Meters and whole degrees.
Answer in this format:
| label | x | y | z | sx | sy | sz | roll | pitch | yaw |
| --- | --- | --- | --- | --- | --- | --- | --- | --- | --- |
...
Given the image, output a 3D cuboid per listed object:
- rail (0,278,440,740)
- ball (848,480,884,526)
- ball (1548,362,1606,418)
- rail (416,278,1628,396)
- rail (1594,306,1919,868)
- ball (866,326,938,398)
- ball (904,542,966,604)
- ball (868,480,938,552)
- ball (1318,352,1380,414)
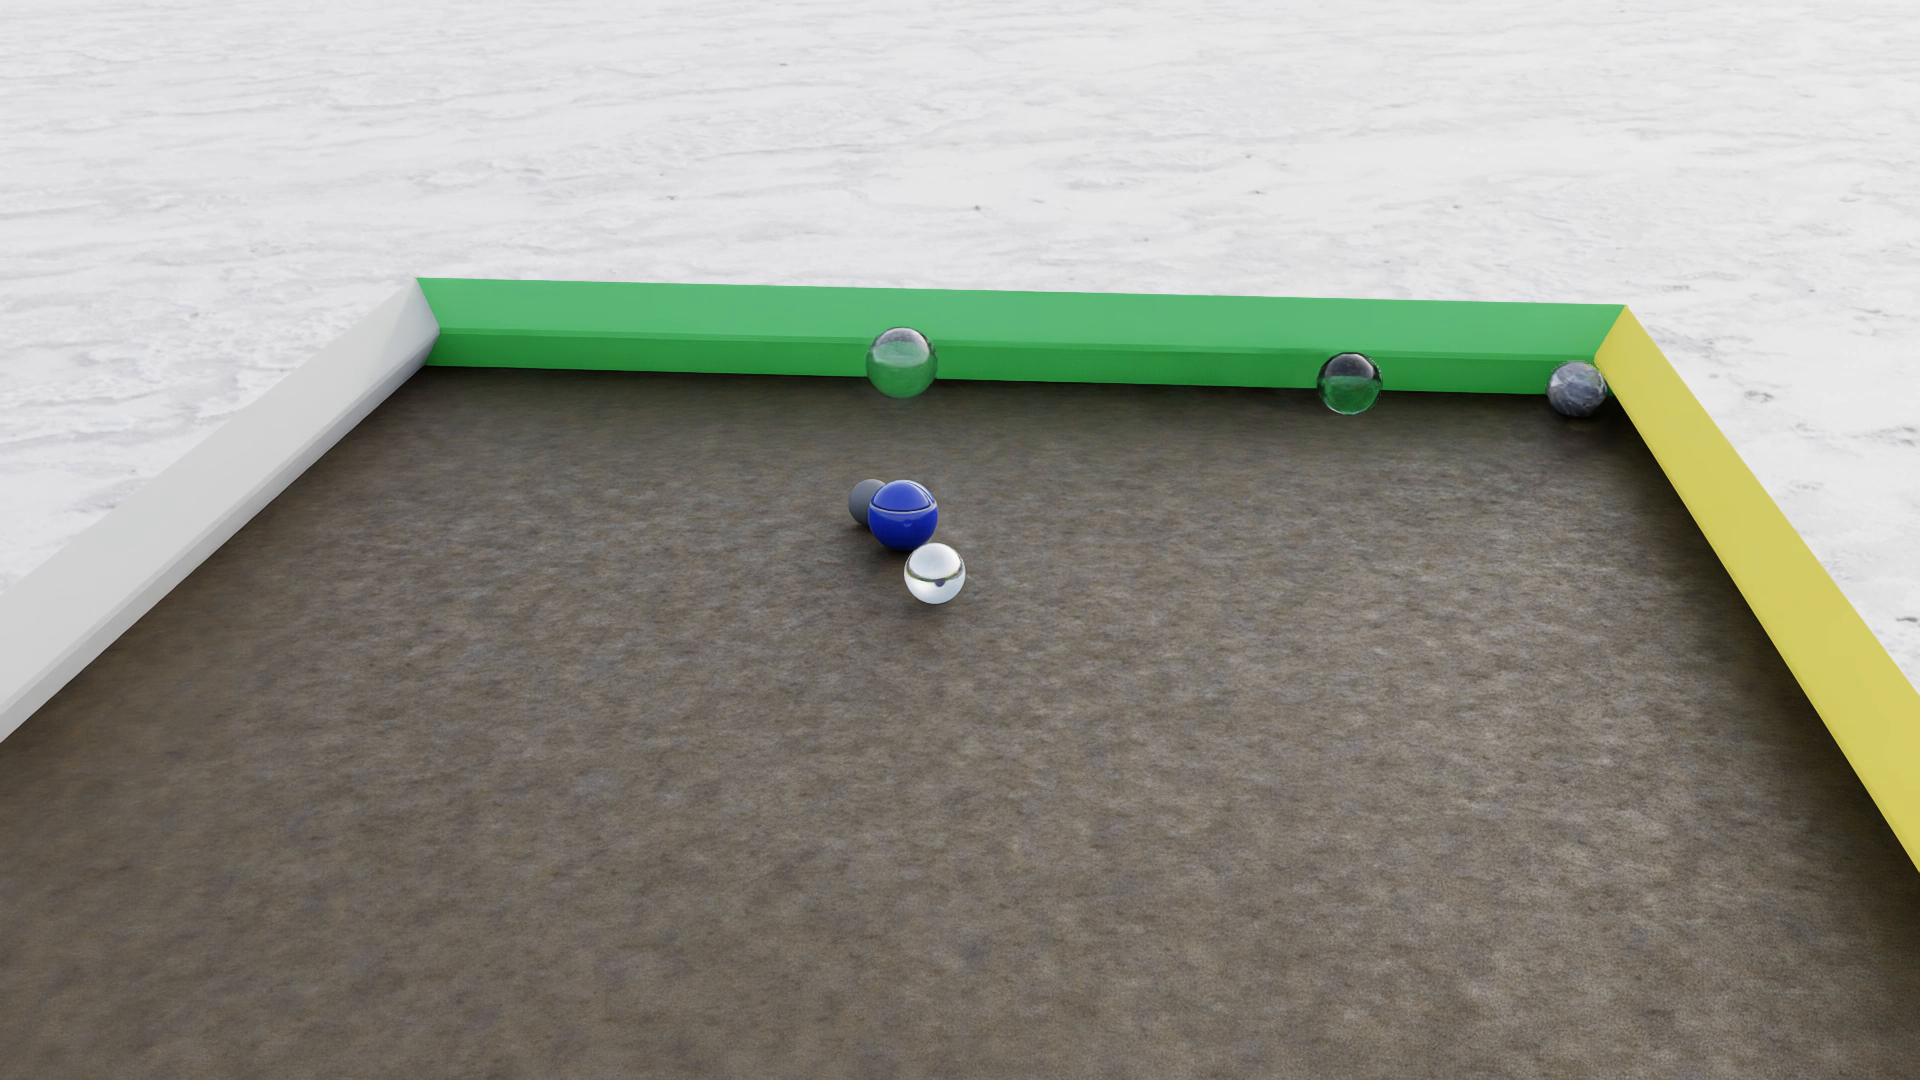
| label | x | y | z | sx | sy | sz | roll | pitch | yaw |
| --- | --- | --- | --- | --- | --- | --- | --- | --- | --- |
| rail | -0.886 | 0.210 | 1.789 | 0.045 | 0.128 | 2.943 | 2 | 21 | 5 |
| ball | -0.102 | -0.043 | 2.555 | 0.055 | 0.055 | 0.055 | 0 | 21 | 0 |
| ball | 0.824 | -0.200 | 2.935 | 0.076 | 0.076 | 0.076 | 0 | 21 | 0 |
| rail | 0.064 | -0.279 | 3.067 | 1.694 | 0.128 | 0.045 | 2 | 21 | 5 |
| rail | 0.754 | 0.262 | 1.651 | 0.045 | 0.128 | 2.943 | 2 | 21 | 5 |
| ball | -0.080 | -0.244 | 3.018 | 0.099 | 0.099 | 0.099 | 0 | 21 | 0 |
| ball | -0.027 | 0.035 | 2.336 | 0.065 | 0.065 | 0.065 | 0 | 21 | 0 |
| ball | -0.064 | -0.028 | 2.479 | 0.081 | 0.081 | 0.081 | 0 | 21 | 0 |
| ball | 0.522 | -0.211 | 2.952 | 0.084 | 0.084 | 0.084 | 0 | 21 | 0 |
